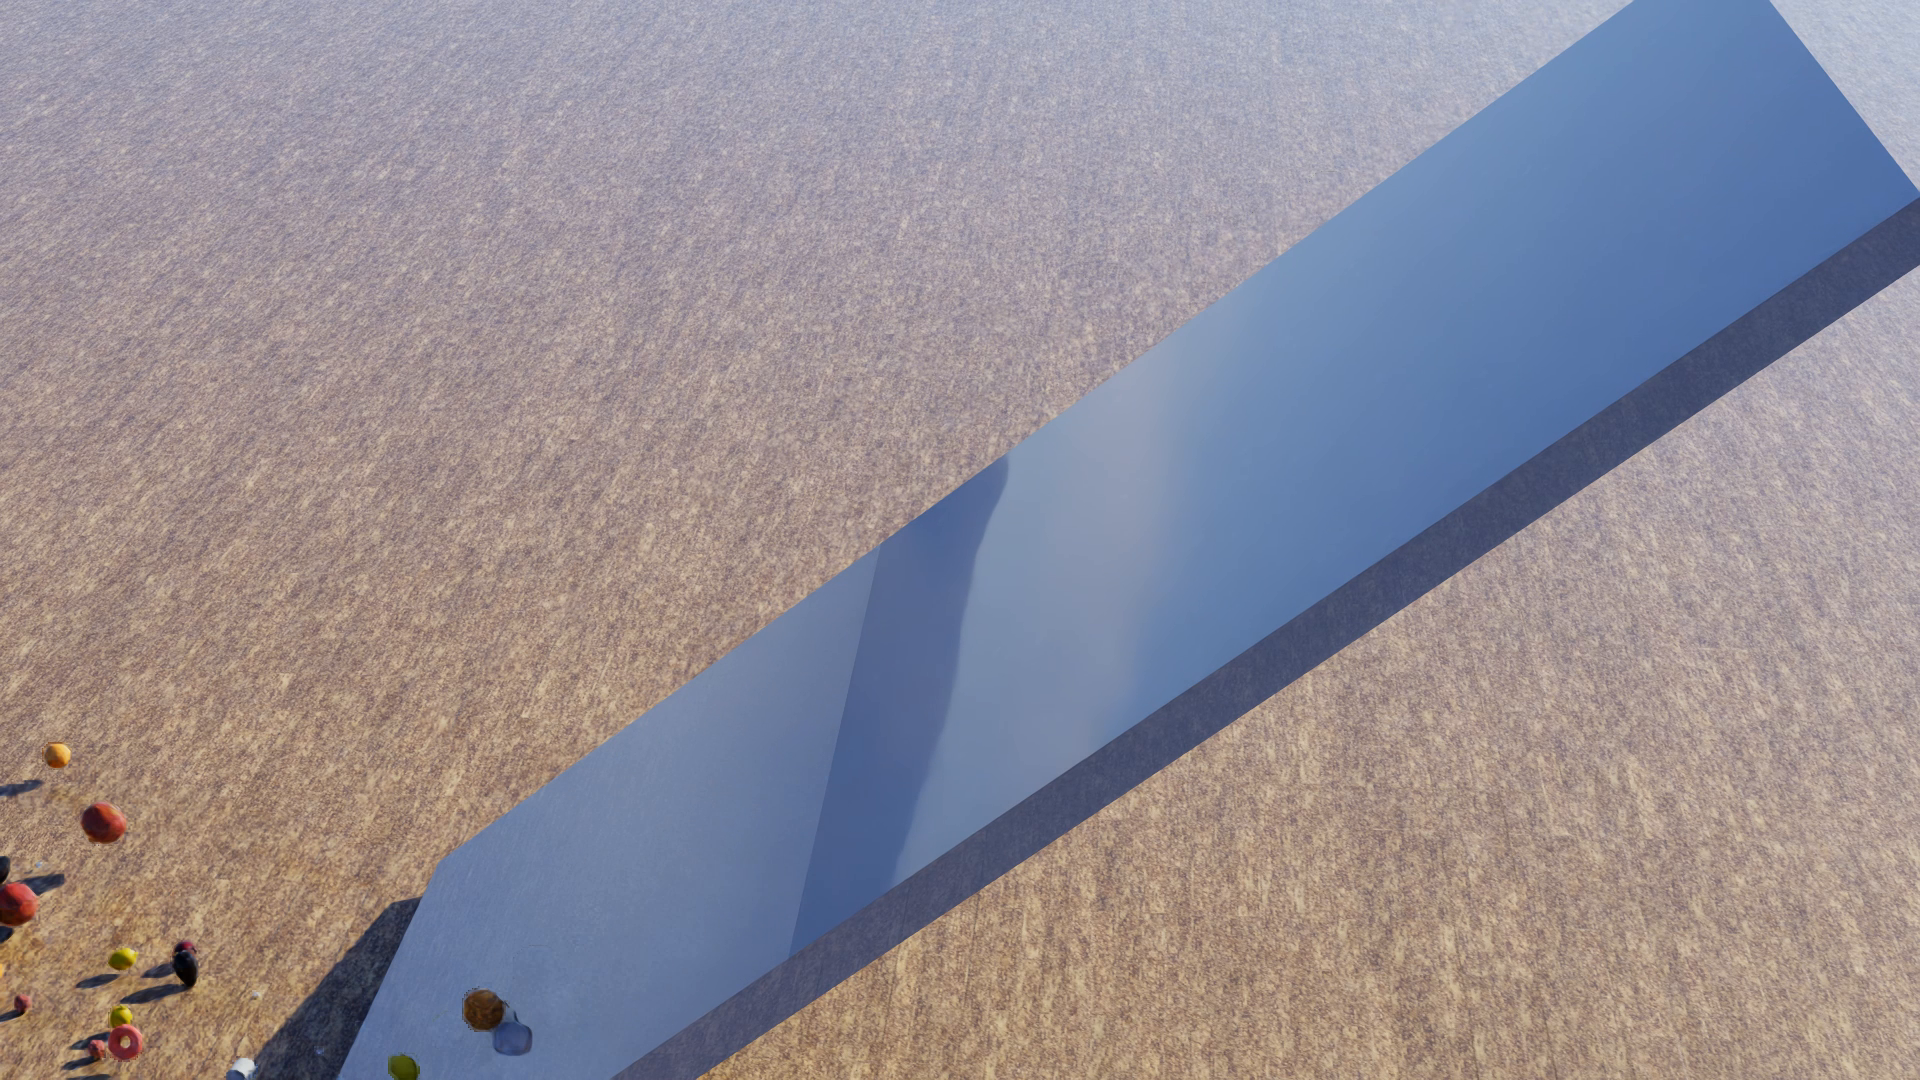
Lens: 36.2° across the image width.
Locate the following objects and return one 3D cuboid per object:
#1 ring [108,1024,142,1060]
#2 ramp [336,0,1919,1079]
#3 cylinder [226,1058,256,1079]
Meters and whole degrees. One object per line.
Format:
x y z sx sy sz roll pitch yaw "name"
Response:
-2.004 1.206 7.064 0.083 0.083 0.028 -1 -6 -2 "ring"
0.123 0.184 6.336 4.000 0.100 2.000 -36 16 18 "ramp"
-1.704 1.263 6.967 0.053 0.053 0.053 5 24 11 "cylinder"
